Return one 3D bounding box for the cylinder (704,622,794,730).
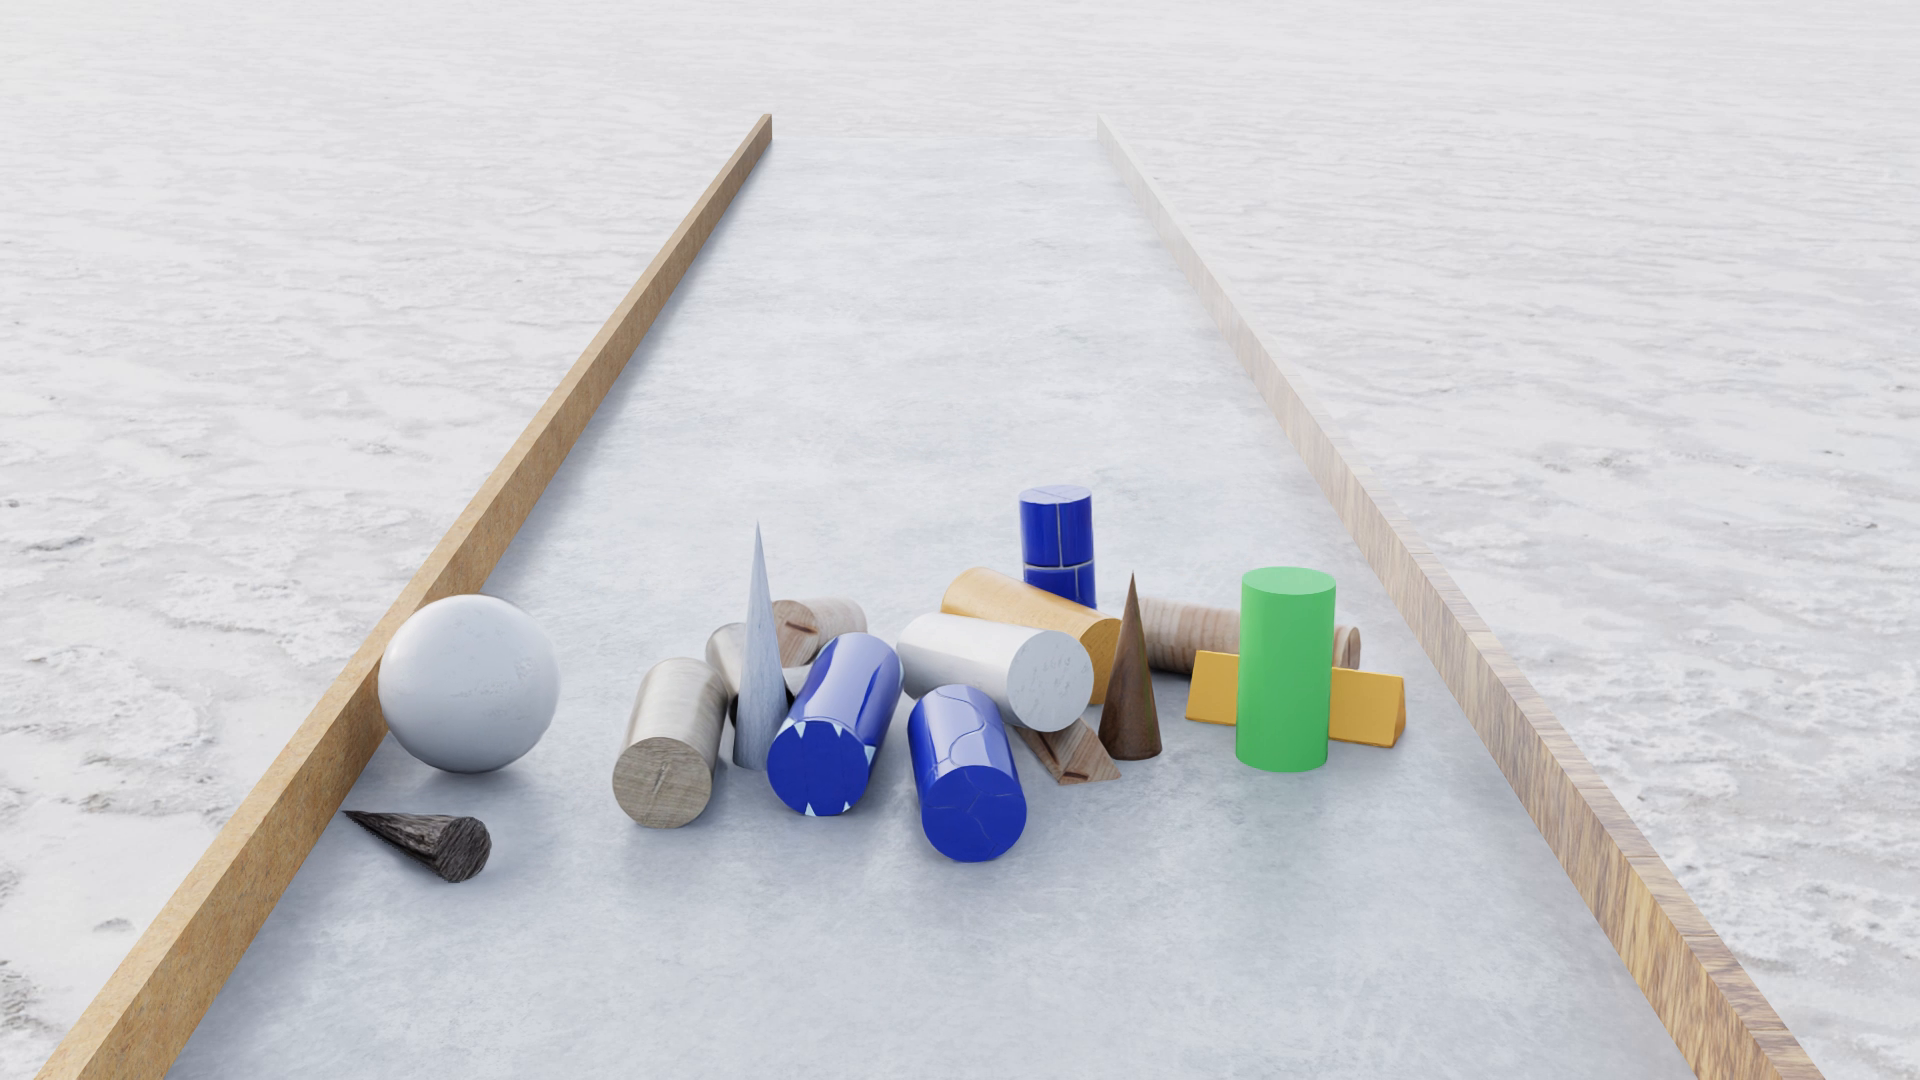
[{"bbox_3d":[-0.396,0.264,4.126,0.122,0.122,0.333,-4,17,-13],"label":"cylinder"}]

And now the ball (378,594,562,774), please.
[{"bbox_3d":[-0.853,0.251,3.834,0.313,0.313,0.313,0,17,0],"label":"ball"}]

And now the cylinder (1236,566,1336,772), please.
[{"bbox_3d":[0.574,0.227,3.887,0.164,0.328,0.164,0,17,0],"label":"cylinder"}]

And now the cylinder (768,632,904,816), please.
[{"bbox_3d":[-0.212,0.316,3.863,0.172,0.172,0.448,2,17,6],"label":"cylinder"}]

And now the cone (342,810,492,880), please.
[{"bbox_3d":[-0.908,0.468,3.564,0.378,0.102,0.102,6,16,45],"label":"cone"}]

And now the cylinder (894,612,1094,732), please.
[{"bbox_3d":[0.055,0.235,3.986,0.177,0.177,0.415,-9,7,-29],"label":"cylinder"}]

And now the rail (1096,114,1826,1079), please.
[{"bbox_3d":[0.932,-0.844,7.801,0.050,0.150,12.000,0,17,-1],"label":"rail"}]

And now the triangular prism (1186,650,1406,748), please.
[{"bbox_3d":[0.624,0.281,4.070,0.386,0.114,0.132,7,17,21],"label":"triangular prism"}]

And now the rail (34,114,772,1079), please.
[{"bbox_3d":[-1.118,-0.838,7.780,0.050,0.150,12.000,0,17,-1],"label":"rail"}]

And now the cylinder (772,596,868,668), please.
[{"bbox_3d":[-0.284,0.174,4.237,0.128,0.128,0.382,3,0,11],"label":"cylinder"}]

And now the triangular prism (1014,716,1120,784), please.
[{"bbox_3d":[0.180,0.323,3.961,0.112,0.097,0.350,-5,17,-15],"label":"triangular prism"}]

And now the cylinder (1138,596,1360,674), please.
[{"bbox_3d":[0.551,0.208,4.282,0.430,0.140,0.140,8,18,25],"label":"cylinder"}]

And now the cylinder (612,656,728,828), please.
[{"bbox_3d":[-0.495,0.343,3.788,0.163,0.163,0.388,-1,17,-2],"label":"cylinder"}]

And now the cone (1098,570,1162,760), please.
[{"bbox_3d":[0.304,0.213,3.918,0.122,0.338,0.122,0,17,0],"label":"cone"}]

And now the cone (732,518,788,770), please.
[{"bbox_3d":[-0.349,0.172,3.854,0.113,0.453,0.113,0,17,0],"label":"cone"}]

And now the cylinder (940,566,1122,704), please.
[{"bbox_3d":[0.150,0.183,4.313,0.170,0.170,0.408,-12,20,-35],"label":"cylinder"}]

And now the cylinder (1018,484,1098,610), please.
[{"bbox_3d":[0.201,0.056,4.480,0.148,0.309,0.148,-4,16,1],"label":"cylinder"}]

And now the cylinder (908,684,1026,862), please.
[{"bbox_3d":[0.007,0.381,3.650,0.168,0.168,0.365,-1,17,-5],"label":"cylinder"}]
